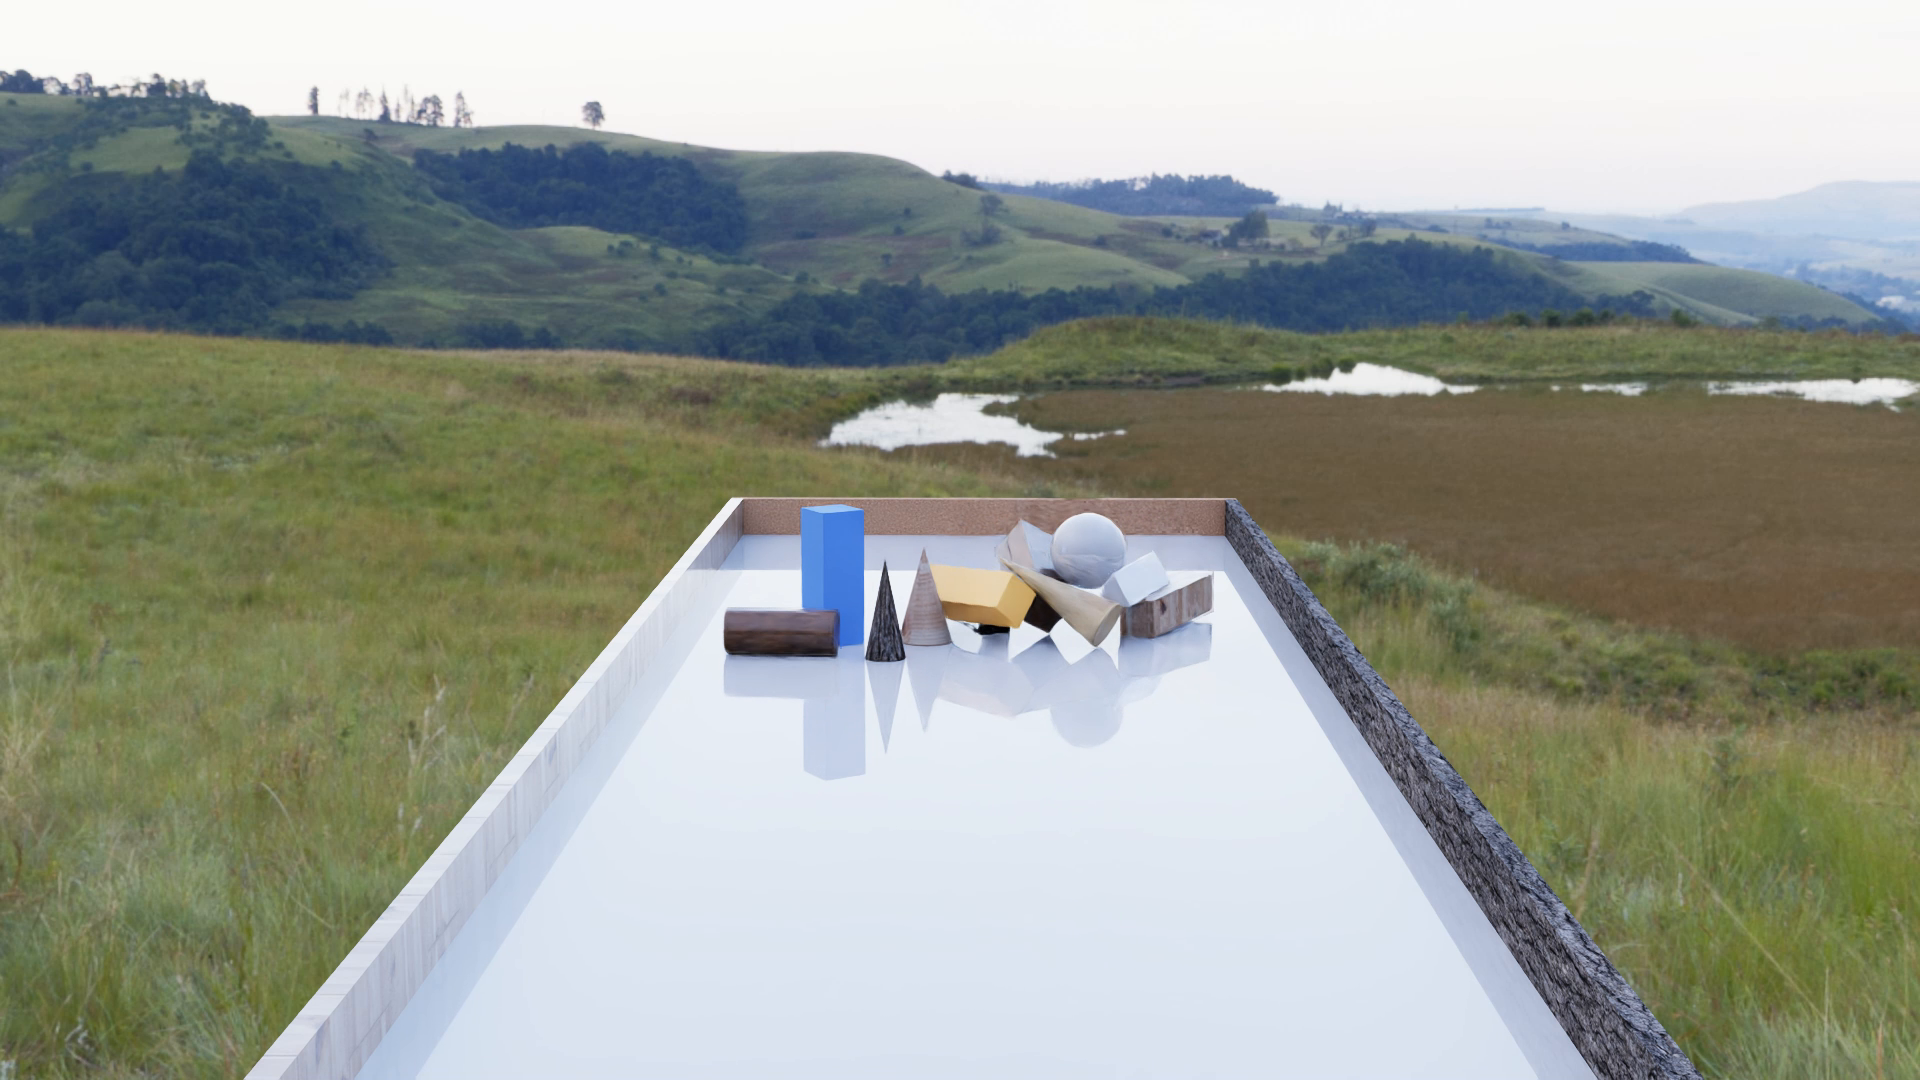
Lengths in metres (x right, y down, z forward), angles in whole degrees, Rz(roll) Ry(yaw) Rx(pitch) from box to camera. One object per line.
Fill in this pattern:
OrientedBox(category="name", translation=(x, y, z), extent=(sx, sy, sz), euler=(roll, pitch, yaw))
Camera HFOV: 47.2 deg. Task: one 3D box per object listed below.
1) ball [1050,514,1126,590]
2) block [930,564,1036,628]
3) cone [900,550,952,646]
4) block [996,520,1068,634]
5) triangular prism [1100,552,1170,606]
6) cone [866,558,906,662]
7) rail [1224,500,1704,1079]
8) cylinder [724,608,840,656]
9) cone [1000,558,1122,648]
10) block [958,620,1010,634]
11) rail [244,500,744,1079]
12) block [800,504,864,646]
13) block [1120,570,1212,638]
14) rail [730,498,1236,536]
OrientedBox(category="ball", translation=(0.415, 0.036, 7.098), extent=(0.247, 0.247, 0.247), euler=(0, 9, 0))
OrientedBox(category="block", translation=(0.040, 0.177, 7.007), extent=(0.387, 0.128, 0.128), euler=(5, -29, 45))
OrientedBox(category="cone", translation=(-0.113, 0.170, 6.958), extent=(0.174, 0.305, 0.174), euler=(0, 9, 0))
OrientedBox(category="block", translation=(0.244, 0.117, 7.204), extent=(0.145, 0.145, 0.389), euler=(28, 24, -23))
OrientedBox(category="triangular prism", translation=(0.559, 0.122, 7.086), extent=(0.118, 0.102, 0.357), euler=(4, 13, 26))
OrientedBox(category="cone", translation=(-0.228, 0.207, 6.707), extent=(0.126, 0.312, 0.126), euler=(0, 9, 0))
OrientedBox(category="rail", translation=(1.046, 0.843, 3.208), extent=(0.050, 0.150, 12.000), euler=(0, 9, 1))
OrientedBox(category="cylinder", translation=(-0.549, 0.283, 6.778), extent=(0.341, 0.139, 0.139), euler=(1, 9, 5))
OrientedBox(category="cone", translation=(0.289, 0.161, 6.924), extent=(0.424, 0.159, 0.159), euler=(32, 20, 18))
OrientedBox(category="block", translation=(0.044, 0.218, 7.305), extent=(0.102, 0.102, 0.453), euler=(-3, 9, -17))
OrientedBox(category="rail", translation=(-1.004, 0.839, 3.234), extent=(0.050, 0.150, 12.000), euler=(0, 9, 1))
OrientedBox(category="block", translation=(-0.401, 0.113, 6.936), extent=(0.145, 0.427, 0.145), euler=(-6, 11, -32))
OrientedBox(category="block", translation=(0.679, 0.208, 7.223), extent=(0.124, 0.124, 0.430), euler=(6, 14, 32))
OrientedBox(category="rail", translation=(0.099, -0.098, 9.147), extent=(2.100, 0.150, 0.050), euler=(0, 9, 1))
